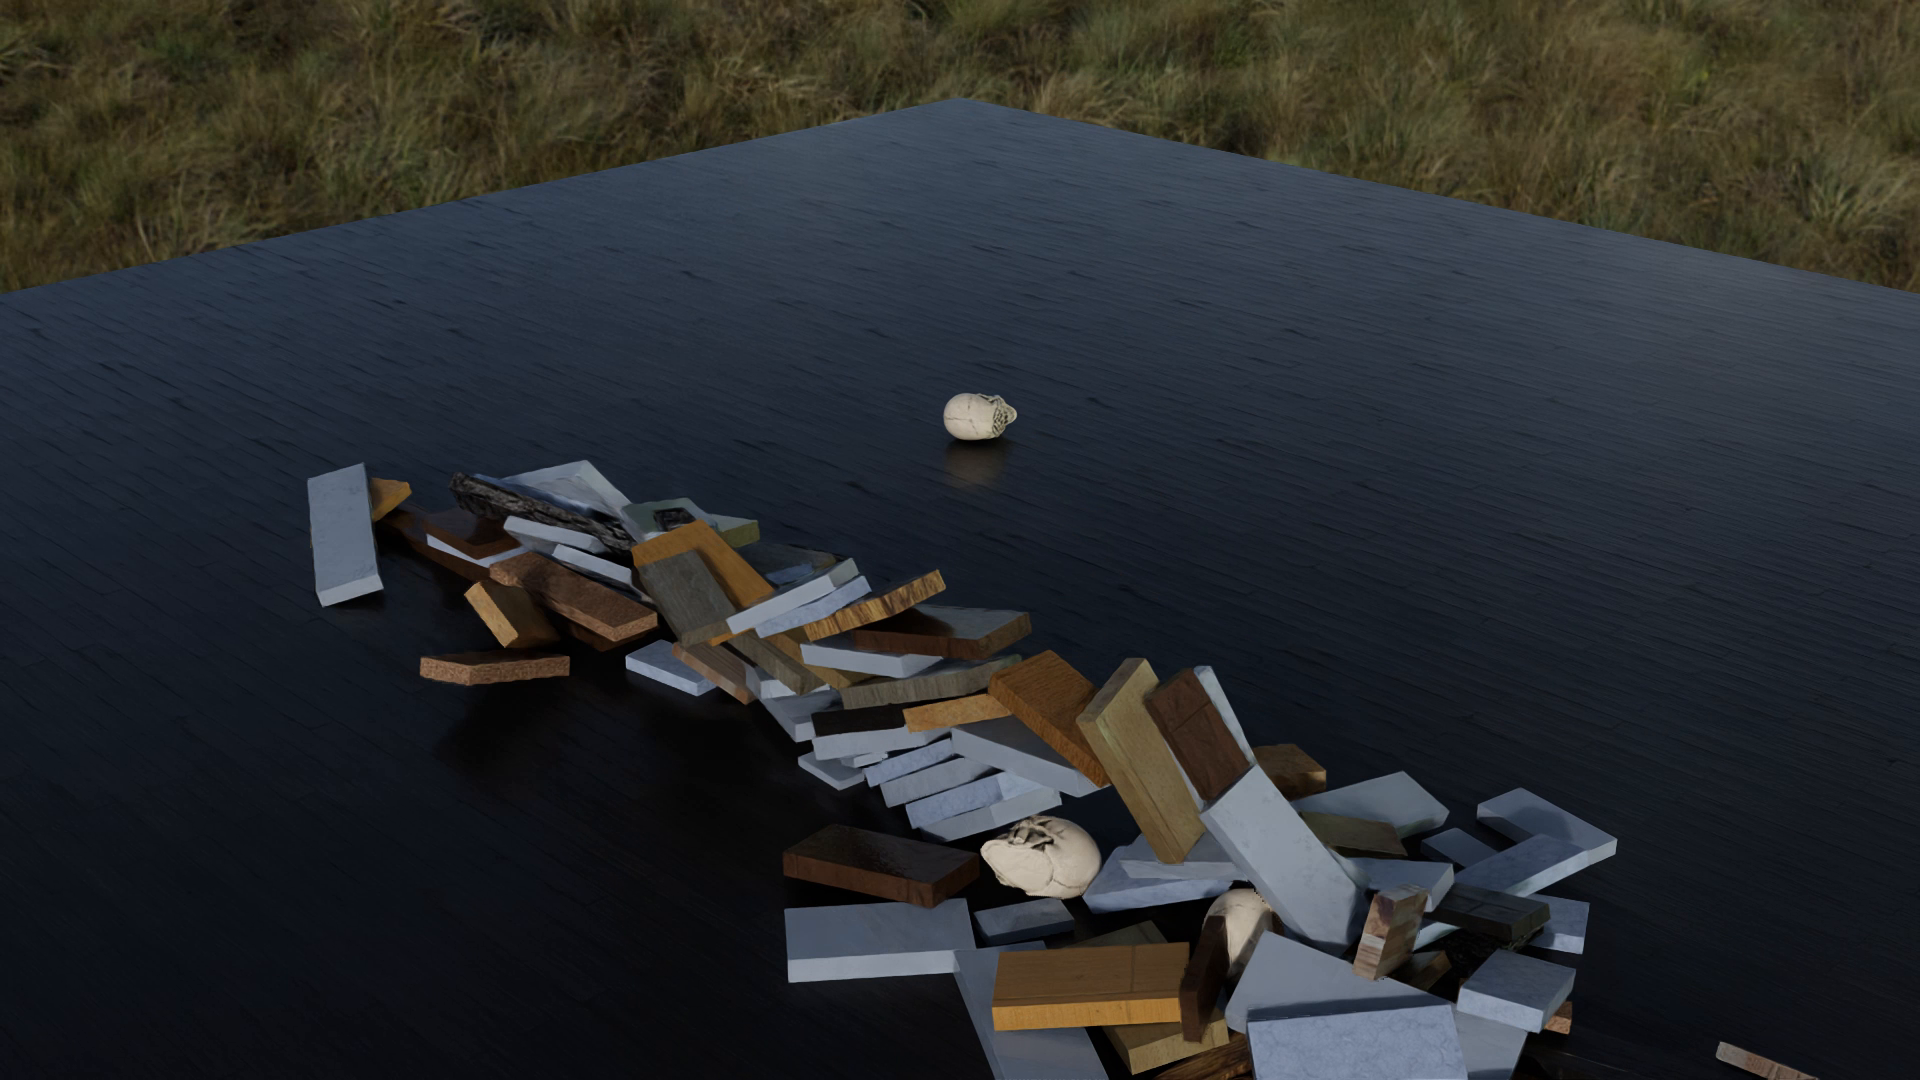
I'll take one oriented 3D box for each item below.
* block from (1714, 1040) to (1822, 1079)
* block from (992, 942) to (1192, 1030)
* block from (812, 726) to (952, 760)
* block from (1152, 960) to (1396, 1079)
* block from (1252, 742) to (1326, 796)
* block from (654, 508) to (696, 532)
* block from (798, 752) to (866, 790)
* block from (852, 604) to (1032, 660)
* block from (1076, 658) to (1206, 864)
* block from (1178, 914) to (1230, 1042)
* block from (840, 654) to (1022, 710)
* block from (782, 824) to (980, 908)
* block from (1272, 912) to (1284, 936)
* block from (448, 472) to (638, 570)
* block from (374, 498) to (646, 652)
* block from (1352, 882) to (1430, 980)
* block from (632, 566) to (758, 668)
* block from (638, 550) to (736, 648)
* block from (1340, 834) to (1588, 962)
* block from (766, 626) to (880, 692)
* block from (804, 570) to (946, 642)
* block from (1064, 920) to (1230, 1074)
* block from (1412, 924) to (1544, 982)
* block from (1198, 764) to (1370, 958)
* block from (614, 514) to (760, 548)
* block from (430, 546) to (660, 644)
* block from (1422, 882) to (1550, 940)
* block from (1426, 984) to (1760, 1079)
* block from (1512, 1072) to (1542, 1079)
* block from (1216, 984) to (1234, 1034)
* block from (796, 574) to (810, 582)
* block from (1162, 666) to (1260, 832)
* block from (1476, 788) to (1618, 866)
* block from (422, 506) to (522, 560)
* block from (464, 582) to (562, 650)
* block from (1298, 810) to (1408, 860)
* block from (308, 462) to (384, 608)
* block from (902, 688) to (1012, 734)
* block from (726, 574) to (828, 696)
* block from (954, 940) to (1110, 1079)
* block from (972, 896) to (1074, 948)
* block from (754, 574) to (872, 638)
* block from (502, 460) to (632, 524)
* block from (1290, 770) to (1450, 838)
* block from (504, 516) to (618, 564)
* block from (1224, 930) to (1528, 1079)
[{"bbox_3d":[1.351,0.875,3.590,0.207,0.029,0.104,18,-5,37],"label":"block"},{"bbox_3d":[0.227,0.758,3.740,0.330,0.047,0.165,-5,22,8],"label":"block"},{"bbox_3d":[-0.129,0.396,4.539,0.172,0.049,0.344,-14,1,-44],"label":"block"},{"bbox_3d":[0.523,0.825,3.686,0.492,0.021,0.075,-23,29,-26],"label":"block"},{"bbox_3d":[0.552,0.475,4.438,0.332,0.045,0.158,-5,17,-15],"label":"block"},{"bbox_3d":[-0.659,-0.045,5.105,0.072,0.020,0.186,-6,13,-17],"label":"block"},{"bbox_3d":[-0.268,0.478,4.608,0.071,0.020,0.142,-18,29,-37],"label":"block"},{"bbox_3d":[-0.038,0.180,4.358,0.349,0.043,0.151,2,21,44],"label":"block"},{"bbox_3d":[0.342,0.392,3.894,0.048,0.336,0.168,-3,36,48],"label":"block"},{"bbox_3d":[0.408,0.729,3.663,0.029,0.104,0.207,2,27,20],"label":"block"},{"bbox_3d":[-0.059,0.283,4.368,0.157,0.044,0.396,-15,2,-39],"label":"block"},{"bbox_3d":[-0.150,0.616,4.178,0.336,0.048,0.168,7,16,31],"label":"block"},{"bbox_3d":[0.591,0.703,3.868,0.028,0.097,0.194,-24,45,40],"label":"block"},{"bbox_3d":[-1.003,-0.042,5.382,0.488,0.045,0.160,19,-17,6],"label":"block"},{"bbox_3d":[-1.168,0.074,5.539,0.127,0.036,1.090,-20,30,-39],"label":"block"},{"bbox_3d":[0.728,0.658,3.709,0.039,0.136,0.272,17,2,24],"label":"block"},{"bbox_3d":[-0.536,0.141,4.964,0.178,0.050,0.451,-23,38,-37],"label":"block"},{"bbox_3d":[-0.580,0.122,4.703,0.130,0.037,0.261,-18,40,-20],"label":"block"},{"bbox_3d":[0.895,0.660,3.999,0.574,0.033,0.117,-18,18,-28],"label":"block"},{"bbox_3d":[-0.260,0.228,4.657,0.157,0.044,0.314,-25,43,-38],"label":"block"},{"bbox_3d":[-0.177,0.134,4.471,0.151,0.043,0.301,-26,4,-38],"label":"block"},{"bbox_3d":[0.314,0.782,3.790,0.174,0.049,0.347,-15,22,-11],"label":"block"},{"bbox_3d":[0.932,0.716,3.951,0.232,0.033,0.116,-22,32,-37],"label":"block"},{"bbox_3d":[0.569,0.564,3.809,0.136,0.339,0.039,-39,0,-28],"label":"block"},{"bbox_3d":[-0.670,-0.021,5.378,0.342,0.048,0.171,8,19,42],"label":"block"},{"bbox_3d":[-1.030,0.096,5.395,0.129,0.037,0.799,-21,31,-40],"label":"block"},{"bbox_3d":[0.804,0.639,4.011,0.102,0.029,0.595,-19,14,-34],"label":"block"},{"bbox_3d":[1.042,0.858,3.610,0.598,0.035,0.124,12,26,27],"label":"block"},{"bbox_3d":[1.174,0.933,3.519,0.865,0.033,0.116,13,26,29],"label":"block"},{"bbox_3d":[0.428,0.818,3.806,0.075,0.021,0.150,-1,23,-1],"label":"block"},{"bbox_3d":[-0.277,0.131,4.834,0.031,0.109,0.219,-40,19,-20],"label":"block"},{"bbox_3d":[0.443,0.370,3.892,0.133,0.266,0.038,-34,15,-28],"label":"block"},{"bbox_3d":[1.162,0.573,4.364,0.124,0.035,0.248,-15,27,-31],"label":"block"},{"bbox_3d":[-1.219,-0.020,5.482,0.127,0.036,0.255,-20,30,-39],"label":"block"},{"bbox_3d":[-1.015,0.175,5.008,0.043,0.153,0.305,-39,-8,4],"label":"block"},{"bbox_3d":[0.738,0.563,4.149,0.194,0.028,0.097,10,29,-16],"label":"block"},{"bbox_3d":[-1.582,-0.022,5.646,0.153,0.043,0.643,-18,31,-9],"label":"block"},{"bbox_3d":[0.055,0.309,4.245,0.172,0.049,0.344,-16,0,-35],"label":"block"},{"bbox_3d":[-0.391,0.202,4.769,0.178,0.050,0.356,-24,42,-37],"label":"block"},{"bbox_3d":[0.121,0.835,3.733,0.165,0.047,0.461,-5,24,-12],"label":"block"},{"bbox_3d":[0.117,0.705,4.068,0.169,0.024,0.085,-8,24,-18],"label":"block"},{"bbox_3d":[-0.309,0.139,4.565,0.130,0.037,0.261,-30,7,-37],"label":"block"},{"bbox_3d":[-0.996,-0.104,5.504,0.342,0.171,0.048,-9,45,41],"label":"block"},{"bbox_3d":[0.749,0.543,4.260,0.470,0.038,0.133,-8,39,-40],"label":"block"},{"bbox_3d":[-0.973,0.007,5.356,0.258,0.129,0.037,12,71,26],"label":"block"},{"bbox_3d":[0.682,0.805,3.622,0.458,0.049,0.174,19,51,21],"label":"block"}]
